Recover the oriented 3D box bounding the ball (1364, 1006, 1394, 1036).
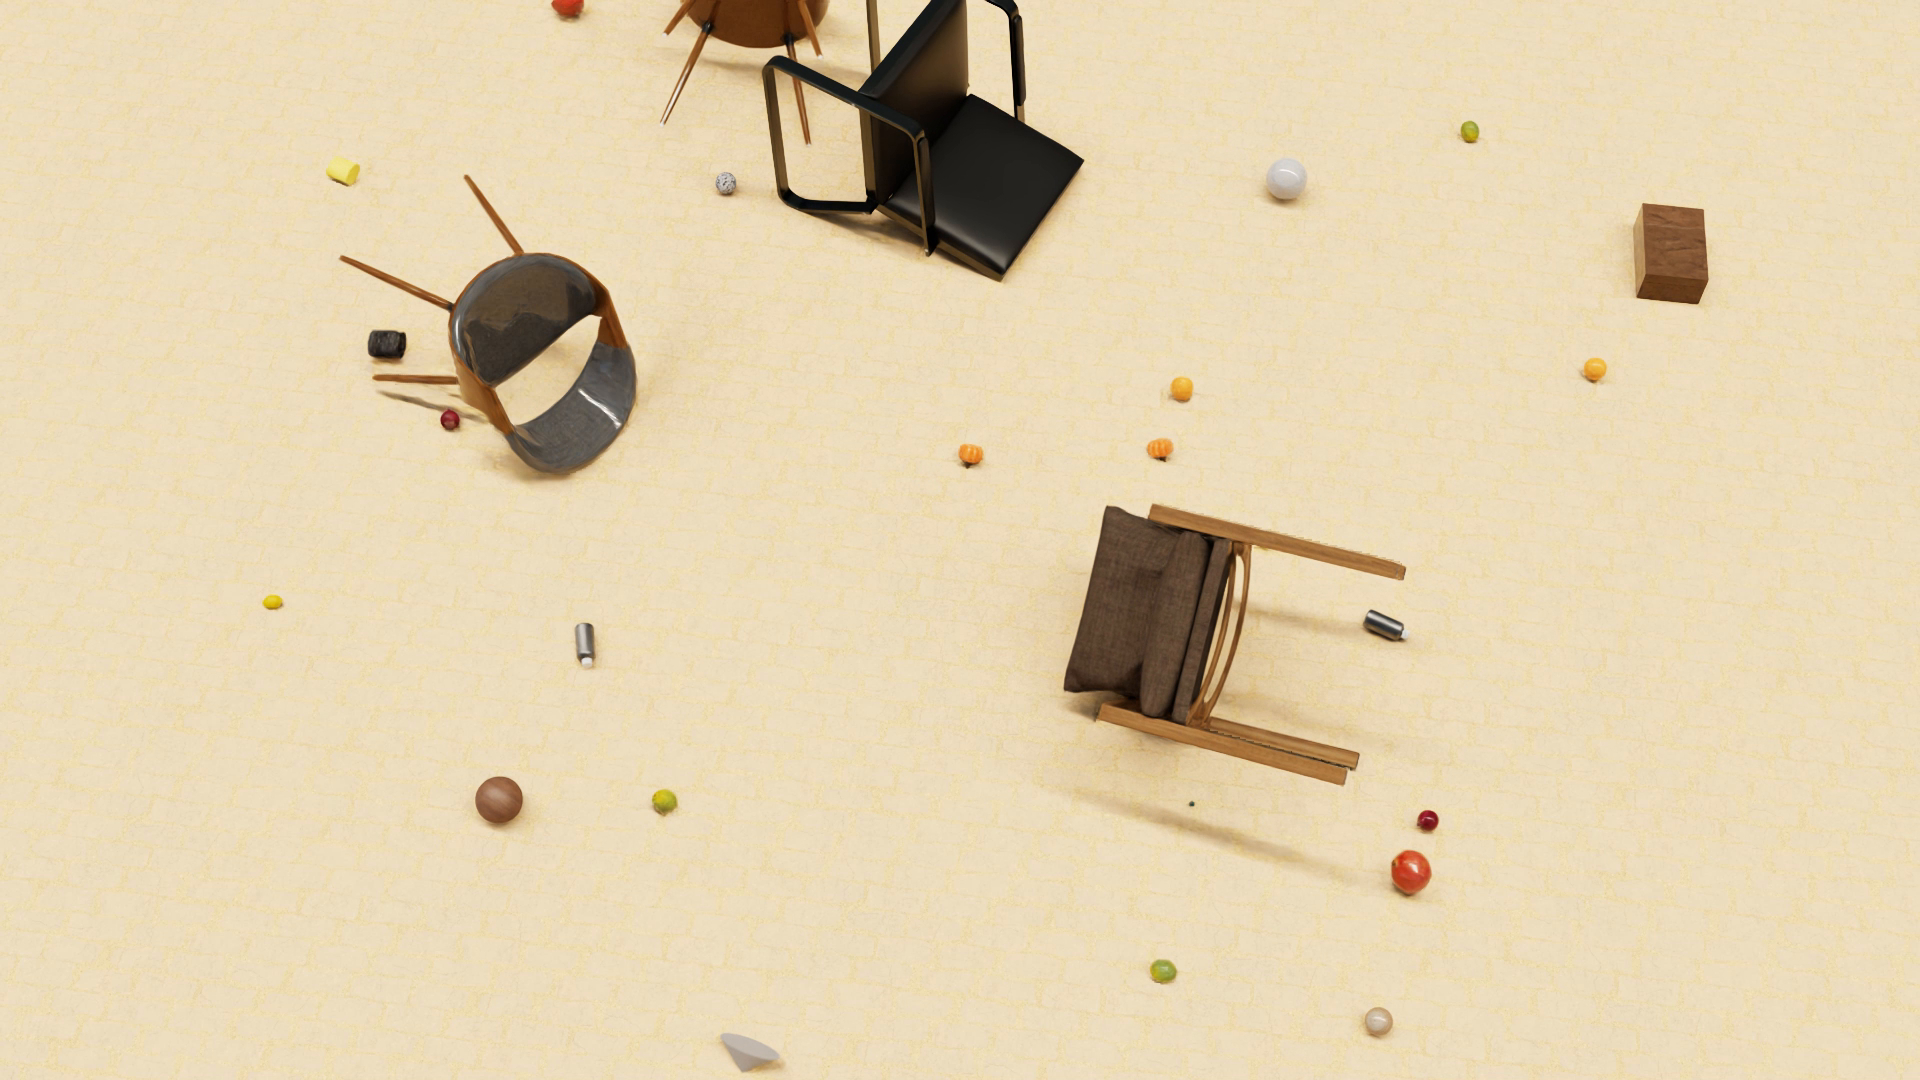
[{"bbox_3d":[1.085,1.246,5.693,0.074,0.074,0.074,0,56,0],"label":"ball"}]

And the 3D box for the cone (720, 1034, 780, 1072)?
[{"bbox_3d":[-0.550,1.336,5.650,0.168,0.114,0.074,19,96,18],"label":"cone"}]

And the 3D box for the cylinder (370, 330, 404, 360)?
[{"bbox_3d":[-1.809,-0.618,6.943,0.096,0.075,0.096,8,31,-19],"label":"cylinder"}]

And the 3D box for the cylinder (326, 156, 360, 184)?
[{"bbox_3d":[-2.068,-1.241,7.372,0.080,0.057,0.078,22,67,14],"label":"cylinder"}]

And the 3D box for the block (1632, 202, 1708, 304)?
[{"bbox_3d":[2.301,-0.928,7.124,0.198,0.120,0.306,6,56,4],"label":"block"}]

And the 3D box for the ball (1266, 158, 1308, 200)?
[{"bbox_3d":[1.084,-1.199,7.295,0.139,0.139,0.139,0,56,0],"label":"ball"}]

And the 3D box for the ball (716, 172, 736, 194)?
[{"bbox_3d":[-0.780,-1.191,7.330,0.071,0.071,0.071,0,56,0],"label":"ball"}]

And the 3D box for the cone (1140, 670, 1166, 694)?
[{"bbox_3d":[0.542,0.408,6.281,0.076,0.067,0.070,-11,70,30],"label":"cone"}]
